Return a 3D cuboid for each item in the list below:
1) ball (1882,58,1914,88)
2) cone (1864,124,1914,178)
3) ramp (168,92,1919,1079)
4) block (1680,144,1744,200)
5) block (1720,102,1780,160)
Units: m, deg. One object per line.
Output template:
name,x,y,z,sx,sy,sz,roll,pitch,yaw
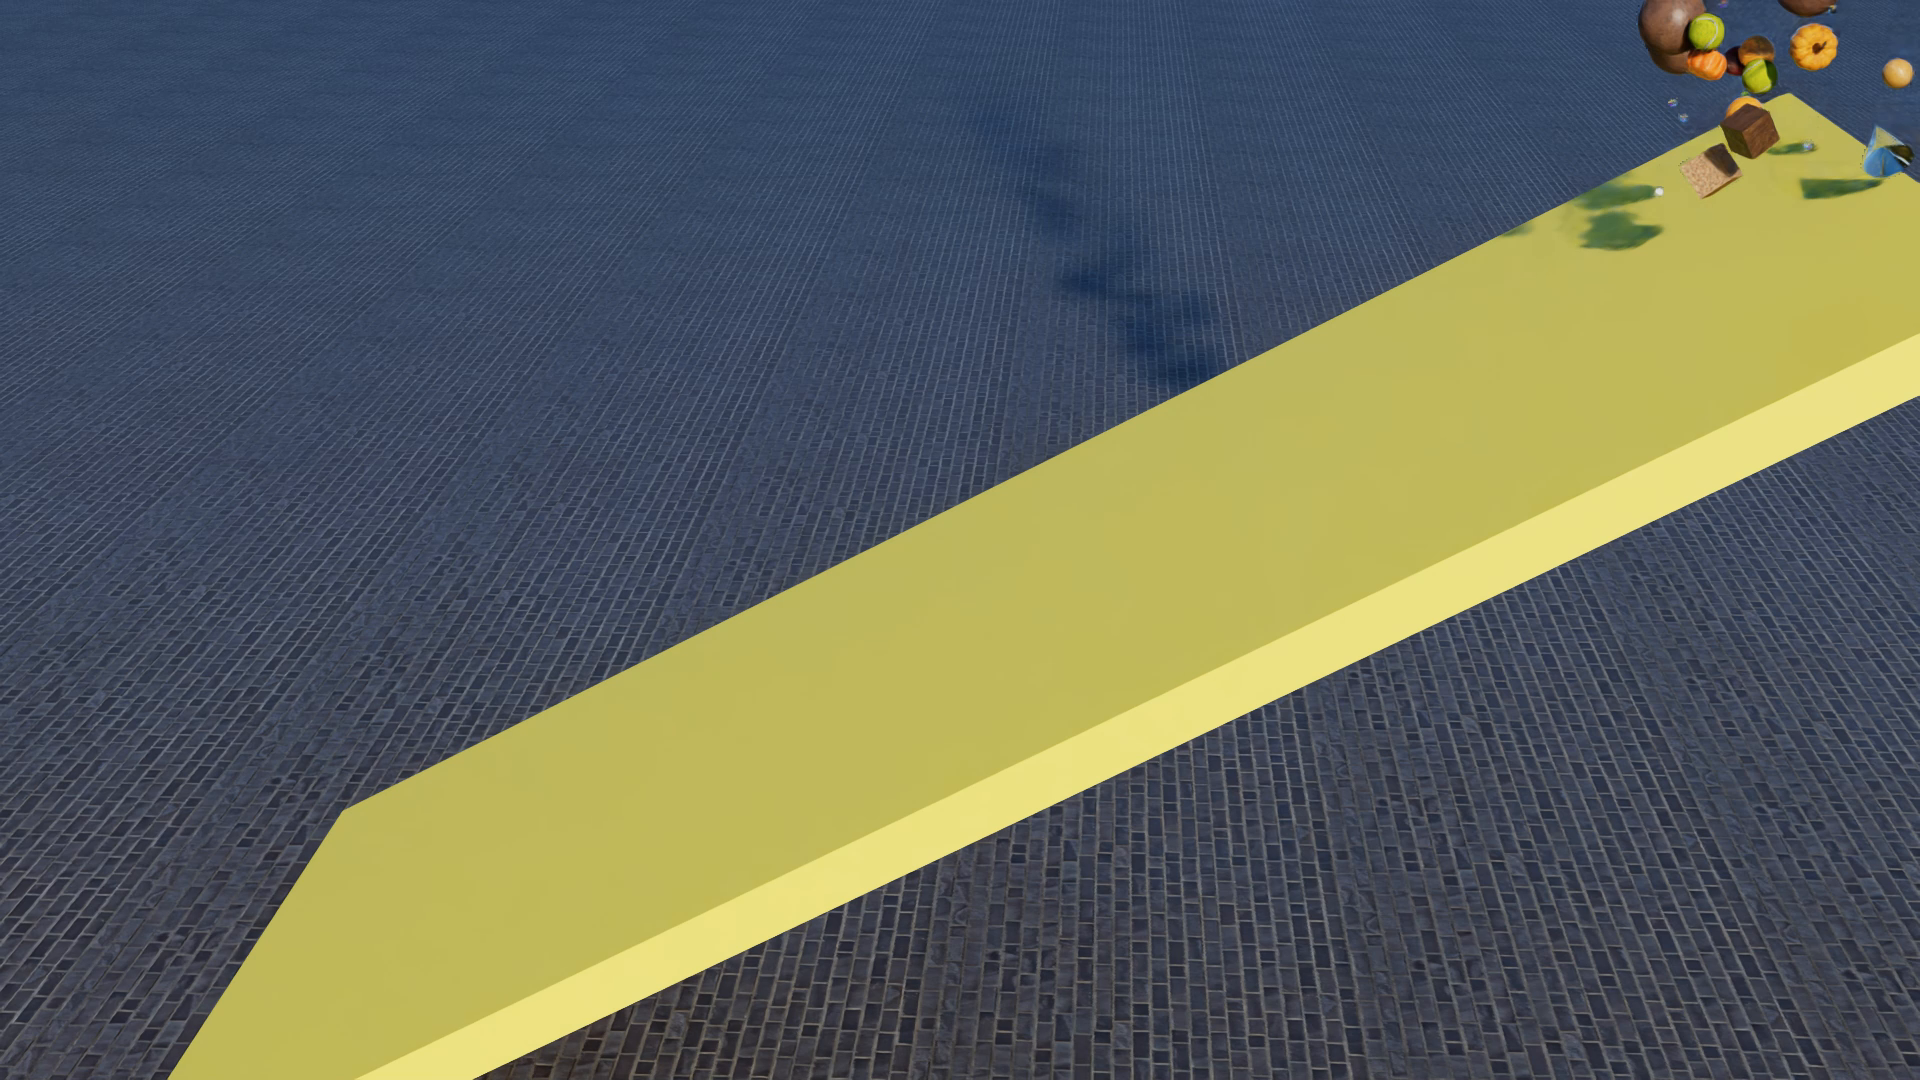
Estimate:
ball,1.865,-0.928,5.849,0.060,0.060,0.060,0,17,0
cone,1.803,-0.778,5.751,0.097,0.097,0.097,-2,56,-6
ramp,0.141,0.167,6.281,4.000,0.100,2.000,-26,14,11
block,1.504,-0.738,5.884,0.076,0.076,0.076,-35,-8,33
block,1.532,-0.792,5.704,0.069,0.069,0.069,-37,33,-7
